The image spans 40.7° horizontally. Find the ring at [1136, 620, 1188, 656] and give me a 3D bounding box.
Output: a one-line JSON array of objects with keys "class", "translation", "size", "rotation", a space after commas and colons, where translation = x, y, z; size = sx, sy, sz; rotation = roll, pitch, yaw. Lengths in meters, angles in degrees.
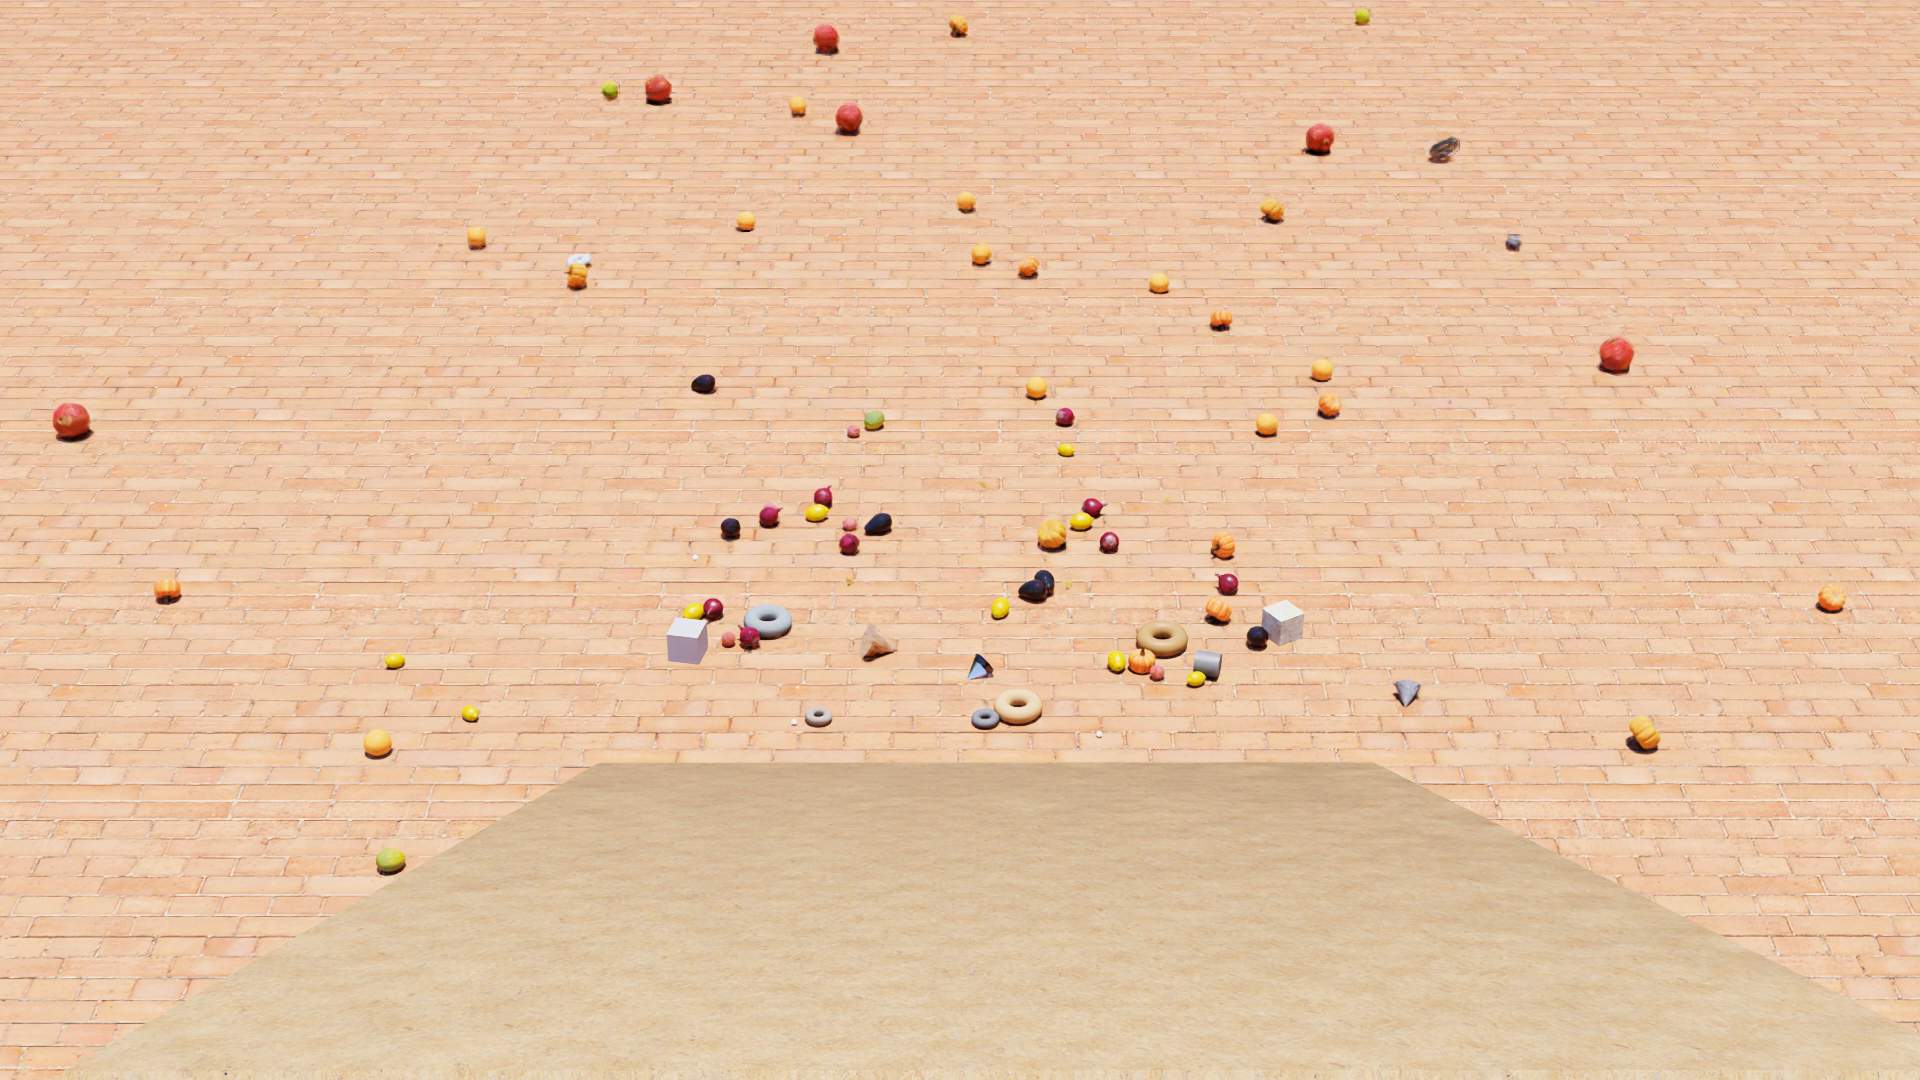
[{"class": "ring", "translation": [0.570, 0.278, 7.298], "size": [0.146, 0.049, 0.146], "rotation": [-1, 32, 1]}]

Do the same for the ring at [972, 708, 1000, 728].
[{"class": "ring", "translation": [0.069, 0.481, 6.980], "size": [0.077, 0.026, 0.077], "rotation": [-1, 30, 1]}]

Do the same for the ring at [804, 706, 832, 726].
[{"class": "ring", "translation": [-0.382, 0.476, 6.990], "size": [0.075, 0.025, 0.075], "rotation": [1, 31, -1]}]

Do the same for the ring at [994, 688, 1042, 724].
[{"class": "ring", "translation": [0.157, 0.450, 7.015], "size": [0.134, 0.045, 0.134], "rotation": [-1, 31, 1]}]

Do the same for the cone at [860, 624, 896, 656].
[{"class": "cone", "translation": [-0.218, 0.296, 7.272], "size": [0.097, 0.097, 0.097], "rotation": [20, 25, -21]}]

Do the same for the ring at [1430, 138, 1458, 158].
[{"class": "ring", "translation": [1.927, -1.561, 10.320], "size": [0.119, 0.119, 0.040], "rotation": [-15, 76, -23]}]

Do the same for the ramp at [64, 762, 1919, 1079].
[{"class": "ramp", "translation": [0.069, 0.612, 4.684], "size": [2.000, 0.100, 4.000], "rotation": [0, 0, 0]}]

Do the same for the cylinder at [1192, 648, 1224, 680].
[{"class": "cylinder", "translation": [0.686, 0.343, 7.169], "size": [0.069, 0.069, 0.069], "rotation": [28, 38, 11]}]

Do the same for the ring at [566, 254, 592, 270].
[{"class": "ring", "translation": [-1.394, -1.020, 9.468], "size": [0.094, 0.031, 0.094], "rotation": [-10, 31, 6]}]

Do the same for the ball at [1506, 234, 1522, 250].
[{"class": "ball", "translation": [2.051, -1.103, 9.595], "size": [0.056, 0.056, 0.056], "rotation": [0, 31, 0]}]

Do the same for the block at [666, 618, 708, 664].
[{"class": "block", "translation": [-0.763, 0.283, 7.249], "size": [0.090, 0.090, 0.090], "rotation": [6, 31, 10]}]

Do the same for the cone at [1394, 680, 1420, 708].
[{"class": "cone", "translation": [1.217, 0.429, 7.061], "size": [0.071, 0.071, 0.071], "rotation": [6, 58, 10]}]

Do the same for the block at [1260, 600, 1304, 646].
[{"class": "block", "translation": [0.914, 0.236, 7.334], "size": [0.084, 0.084, 0.084], "rotation": [-18, 35, -27]}]

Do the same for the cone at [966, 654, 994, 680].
[{"class": "cone", "translation": [0.043, 0.364, 7.169], "size": [0.072, 0.072, 0.072], "rotation": [-43, 46, -14]}]

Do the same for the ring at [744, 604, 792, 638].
[{"class": "ring", "translation": [-0.548, 0.230, 7.379], "size": [0.139, 0.046, 0.139], "rotation": [1, 31, -1]}]
